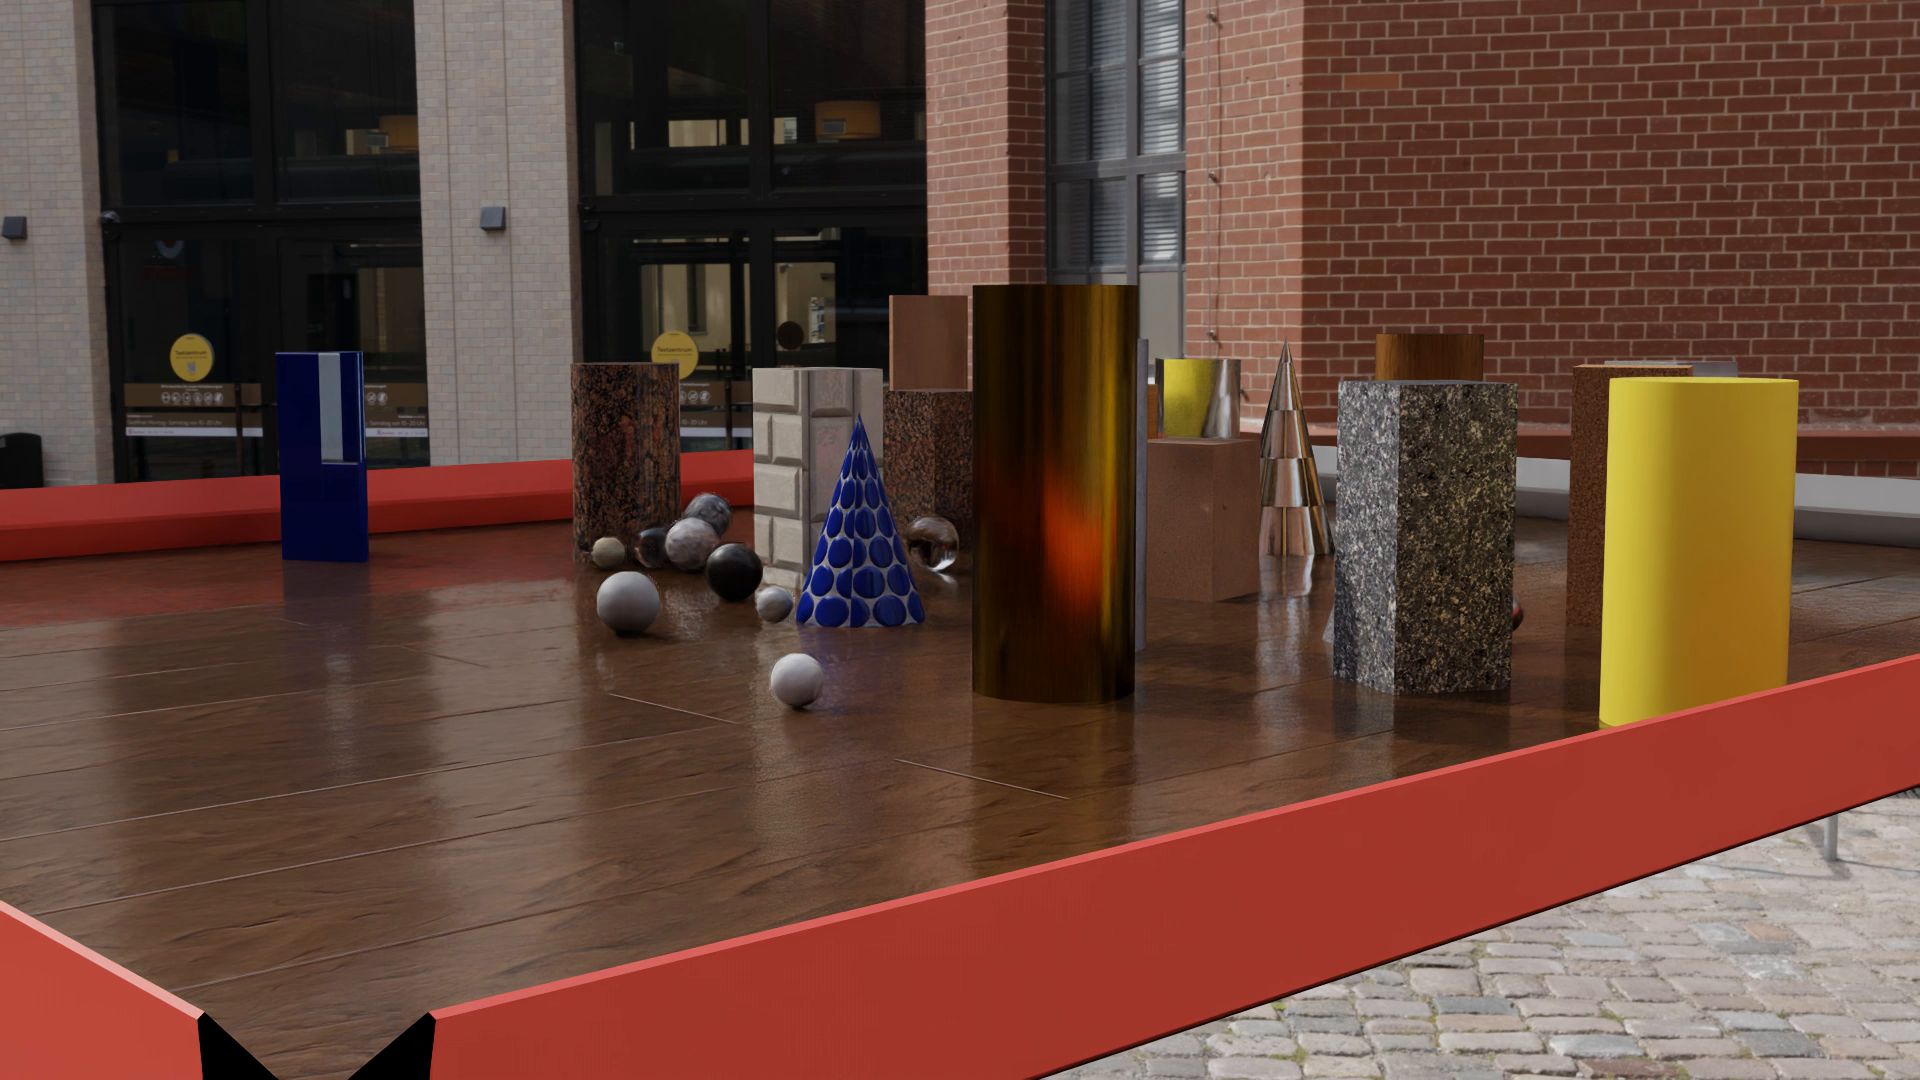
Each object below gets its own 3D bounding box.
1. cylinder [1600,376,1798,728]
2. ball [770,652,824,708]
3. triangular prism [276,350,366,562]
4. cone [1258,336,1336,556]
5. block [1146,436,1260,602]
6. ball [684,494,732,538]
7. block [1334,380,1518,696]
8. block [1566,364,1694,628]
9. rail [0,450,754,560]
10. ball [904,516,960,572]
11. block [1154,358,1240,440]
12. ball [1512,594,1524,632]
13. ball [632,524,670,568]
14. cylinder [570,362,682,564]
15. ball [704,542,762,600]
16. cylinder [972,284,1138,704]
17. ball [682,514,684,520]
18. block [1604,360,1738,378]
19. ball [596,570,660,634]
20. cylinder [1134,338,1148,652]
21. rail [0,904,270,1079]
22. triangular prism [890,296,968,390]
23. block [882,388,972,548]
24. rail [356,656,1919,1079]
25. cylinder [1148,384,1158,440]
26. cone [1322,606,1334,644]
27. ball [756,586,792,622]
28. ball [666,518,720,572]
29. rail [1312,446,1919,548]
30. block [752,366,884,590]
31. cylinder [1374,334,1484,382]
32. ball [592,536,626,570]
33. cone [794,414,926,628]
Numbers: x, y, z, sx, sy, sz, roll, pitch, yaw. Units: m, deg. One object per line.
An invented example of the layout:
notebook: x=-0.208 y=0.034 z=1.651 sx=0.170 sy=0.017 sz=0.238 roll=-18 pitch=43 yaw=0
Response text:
cylinder: x=0.791 y=0.013 z=2.358 sx=0.191 sy=0.369 sz=0.191 roll=0 pitch=6 yaw=0
ball: x=-0.182 y=0.157 z=2.464 sx=0.061 sy=0.061 sz=0.061 roll=0 pitch=6 yaw=0
triangular prism: x=-1.109 y=-0.154 z=3.944 sx=0.166 sy=0.368 sz=0.143 roll=2 pitch=6 yaw=17
cone: x=0.598 y=-0.179 z=4.048 sx=0.191 sy=0.397 sz=0.191 roll=0 pitch=6 yaw=0
block: x=0.364 y=-0.036 z=3.437 sx=0.153 sy=0.239 sz=0.153 roll=4 pitch=7 yaw=35
ball: x=-0.485 y=-0.044 z=4.231 sx=0.090 sy=0.090 sz=0.090 roll=0 pitch=6 yaw=0
block: x=0.551 y=-0.008 z=2.615 sx=0.153 sy=0.358 sz=0.153 roll=-2 pitch=6 yaw=-17
block: x=0.952 y=-0.065 z=3.125 sx=0.153 sy=0.363 sz=0.153 roll=2 pitch=6 yaw=20
rail: x=-1.040 y=-0.086 z=4.453 sx=3.682 sy=0.124 sz=0.045 roll=-6 pitch=8 yaw=-42
ball: x=-0.047 y=0.006 z=3.731 sx=0.096 sy=0.096 sz=0.096 roll=0 pitch=6 yaw=0
block: x=0.480 y=-0.196 z=4.465 sx=0.153 sy=0.343 sz=0.153 roll=0 pitch=6 yaw=-2
ball: x=0.738 y=0.100 z=3.002 sx=0.061 sy=0.061 sz=0.061 roll=0 pitch=6 yaw=0
ball: x=-0.524 y=0.010 z=3.780 sx=0.077 sy=0.077 sz=0.077 roll=0 pitch=6 yaw=0
cylinder: x=-0.592 y=-0.139 z=3.906 sx=0.191 sy=0.347 sz=0.191 roll=0 pitch=6 yaw=0
ball: x=-0.345 y=0.048 z=3.361 sx=0.088 sy=0.088 sz=0.088 roll=0 pitch=6 yaw=0
cylinder: x=0.110 y=-0.059 z=2.559 sx=0.191 sy=0.471 sz=0.191 roll=0 pitch=6 yaw=0
ball: x=-0.563 y=-0.034 z=4.129 sx=0.091 sy=0.091 sz=0.091 roll=0 pitch=6 yaw=0
block: x=1.205 y=-0.126 z=3.746 sx=0.153 sy=0.355 sz=0.153 roll=-4 pitch=7 yaw=-32
ball: x=-0.454 y=0.086 z=3.009 sx=0.087 sy=0.087 sz=0.087 roll=0 pitch=6 yaw=0
cylinder: x=0.151 y=-0.062 z=2.896 sx=0.191 sy=0.404 sz=0.191 roll=0 pitch=6 yaw=0
rail: x=-1.336 y=0.161 z=2.107 sx=0.045 sy=0.124 sz=3.114 roll=-6 pitch=8 yaw=-42
triangular prism: x=-0.087 y=-0.264 z=4.504 sx=0.166 sy=0.470 sz=0.143 roll=-2 pitch=6 yaw=-21
block: x=-0.041 y=-0.136 z=4.138 sx=0.153 sy=0.292 sz=0.153 roll=-5 pitch=8 yaw=-42
rail: x=1.040 y=0.150 z=2.211 sx=3.682 sy=0.124 sz=0.045 roll=-6 pitch=8 yaw=-42
cylinder: x=0.251 y=-0.117 z=3.858 sx=0.191 sy=0.312 sz=0.191 roll=0 pitch=6 yaw=0
cone: x=0.585 y=-0.017 z=2.950 sx=0.191 sy=0.304 sz=0.191 roll=0 pitch=6 yaw=0
ball: x=-0.263 y=0.092 z=3.123 sx=0.052 sy=0.052 sz=0.052 roll=0 pitch=6 yaw=0
ball: x=-0.454 y=0.008 z=3.733 sx=0.091 sy=0.091 sz=0.091 roll=0 pitch=6 yaw=0
rail: x=1.336 y=-0.097 z=4.558 sx=0.045 sy=0.124 sz=3.114 roll=-6 pitch=8 yaw=-42
block: x=-0.231 y=-0.105 z=3.581 sx=0.153 sy=0.347 sz=0.153 roll=-4 pitch=7 yaw=-35
cylinder: x=0.845 y=-0.172 z=3.976 sx=0.191 sy=0.399 sz=0.191 roll=0 pitch=6 yaw=0
ball: x=-0.600 y=0.022 z=3.757 sx=0.057 sy=0.057 sz=0.057 roll=0 pitch=6 yaw=0
cone: x=-0.144 y=-0.035 z=3.157 sx=0.191 sy=0.297 sz=0.191 roll=0 pitch=6 yaw=0
